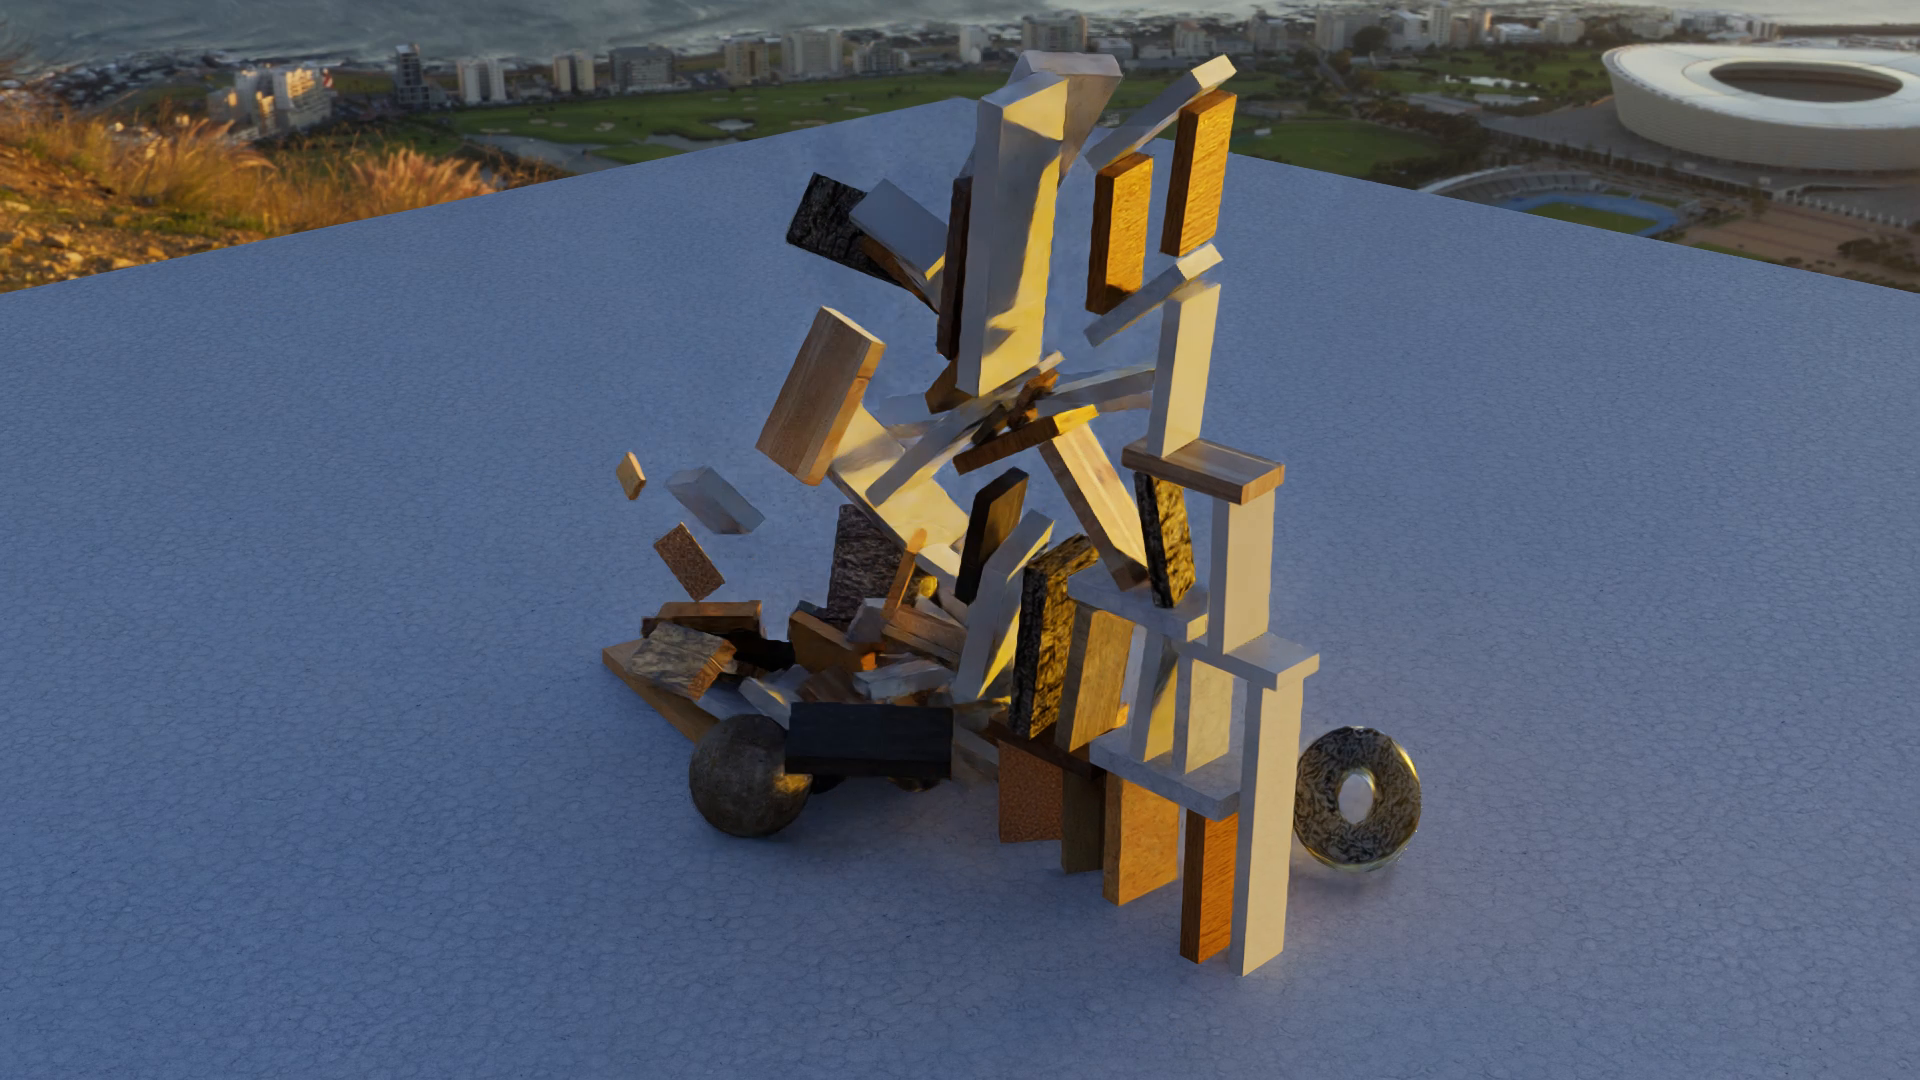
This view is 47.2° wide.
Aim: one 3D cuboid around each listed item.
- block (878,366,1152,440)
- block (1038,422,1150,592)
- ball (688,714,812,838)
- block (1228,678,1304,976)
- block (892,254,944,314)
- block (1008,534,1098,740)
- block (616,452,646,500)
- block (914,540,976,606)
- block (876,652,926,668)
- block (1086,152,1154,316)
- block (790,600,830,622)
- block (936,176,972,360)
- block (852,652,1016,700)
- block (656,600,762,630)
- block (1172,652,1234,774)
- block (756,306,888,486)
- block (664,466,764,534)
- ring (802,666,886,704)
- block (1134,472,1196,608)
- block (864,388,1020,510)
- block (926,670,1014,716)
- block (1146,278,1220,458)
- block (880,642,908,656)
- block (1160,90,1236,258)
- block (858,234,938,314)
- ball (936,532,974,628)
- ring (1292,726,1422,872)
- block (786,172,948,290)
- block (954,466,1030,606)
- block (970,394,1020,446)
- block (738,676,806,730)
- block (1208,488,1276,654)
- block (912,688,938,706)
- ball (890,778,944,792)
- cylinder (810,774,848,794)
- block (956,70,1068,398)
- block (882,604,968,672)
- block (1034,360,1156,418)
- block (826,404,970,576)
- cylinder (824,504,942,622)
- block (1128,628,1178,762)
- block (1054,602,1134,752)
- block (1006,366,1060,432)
[{"bbox_3d":[0.120,-0.309,4.949,0.612,0.037,0.131,-7,32,5],"label":"block"},{"bbox_3d":[0.253,-0.060,3.887,0.035,0.295,0.123,-31,-1,37],"label":"block"},{"bbox_3d":[-0.414,0.466,4.349,0.245,0.245,0.245,0,23,0],"label":"ball"},{"bbox_3d":[0.536,0.493,3.856,0.117,0.580,0.033,-21,32,-41],"label":"block"},{"bbox_3d":[-0.015,-0.455,3.937,0.095,0.221,0.027,-39,0,-5],"label":"block"},{"bbox_3d":[0.175,0.181,4.114,0.050,0.354,0.177,22,32,29],"label":"block"},{"bbox_3d":[-0.718,-0.139,4.799,0.016,0.056,0.112,20,23,-36],"label":"block"},{"bbox_3d":[0.003,0.070,4.209,0.172,0.024,0.086,35,27,15],"label":"block"},{"bbox_3d":[-0.135,0.270,4.976,0.347,0.035,0.125,2,10,29],"label":"block"},{"bbox_3d":[0.262,-0.504,3.621,0.034,0.242,0.121,22,36,28],"label":"block"},{"bbox_3d":[-0.340,0.173,5.006,0.081,0.023,0.162,22,-14,-6],"label":"block"},{"bbox_3d":[0.059,-0.476,3.791,0.169,0.337,0.048,-14,44,-23],"label":"block"},{"bbox_3d":[0.022,0.256,4.494,0.467,0.036,0.129,-10,8,-17],"label":"block"},{"bbox_3d":[-0.559,0.169,4.897,0.218,0.031,0.109,-1,15,4],"label":"block"},{"bbox_3d":[0.431,0.288,3.895,0.117,0.233,0.033,-20,31,-40],"label":"block"},{"bbox_3d":[-0.269,-0.275,4.222,0.153,0.307,0.043,36,17,34],"label":"block"},{"bbox_3d":[-0.462,-0.072,4.113,0.040,0.140,0.280,-49,15,-13],"label":"block"},{"bbox_3d":[-0.273,0.340,4.847,0.264,0.088,0.264,2,21,-1],"label":"ring"},{"bbox_3d":[0.356,-0.020,3.809,0.035,0.246,0.123,-1,22,27],"label":"block"},{"bbox_3d":[-0.036,-0.175,4.056,0.140,0.040,0.378,-31,-5,-37],"label":"block"},{"bbox_3d":[0.046,0.313,4.446,0.177,0.050,0.390,-7,-8,-9],"label":"block"},{"bbox_3d":[0.370,-0.285,3.659,0.033,0.282,0.117,24,35,31],"label":"block"},{"bbox_3d":[-0.214,0.232,4.888,0.218,0.031,0.109,-6,-16,28],"label":"block"},{"bbox_3d":[0.379,-0.583,3.499,0.034,0.242,0.121,24,37,27],"label":"block"},{"bbox_3d":[-0.079,-0.505,3.964,0.190,0.095,0.027,41,-7,-2],"label":"block"},{"bbox_3d":[0.074,0.093,4.710,0.248,0.248,0.248,0,23,0],"label":"ball"},{"bbox_3d":[0.762,0.499,4.233,0.283,0.283,0.094,-10,2,-23],"label":"ring"},{"bbox_3d":[-0.170,-0.558,4.008,0.262,0.131,0.037,22,-8,3],"label":"block"},{"bbox_3d":[0.058,-0.007,4.089,0.035,0.247,0.123,31,42,22],"label":"block"},{"bbox_3d":[0.074,-0.219,3.949,0.065,0.131,0.018,-31,81,-36],"label":"block"},{"bbox_3d":[-0.322,0.351,4.372,0.129,0.036,0.257,24,5,-42],"label":"block"},{"bbox_3d":[0.476,0.042,3.722,0.123,0.285,0.035,-23,33,-40],"label":"block"},{"bbox_3d":[-0.032,0.319,4.670,0.091,0.026,0.306,-7,-10,-13],"label":"block"},{"bbox_3d":[-0.089,0.448,4.523,0.143,0.143,0.143,0,23,0],"label":"ball"},{"bbox_3d":[-0.278,0.435,4.516,0.141,0.141,0.141,6,9,14],"label":"cylinder"},{"bbox_3d":[0.082,-0.493,3.588,0.048,0.520,0.169,27,40,29],"label":"block"},{"bbox_3d":[-0.058,0.192,4.302,0.172,0.024,0.086,22,50,15],"label":"block"},{"bbox_3d":[0.257,-0.267,3.823,0.233,0.033,0.117,-13,11,29],"label":"block"},{"bbox_3d":[-0.171,-0.135,4.651,0.043,0.526,0.153,3,56,45],"label":"block"},{"bbox_3d":[-0.158,0.066,4.883,0.253,0.253,0.253,7,-5,1],"label":"cylinder"},{"bbox_3d":[0.375,0.256,3.923,0.134,0.267,0.038,-21,38,-40],"label":"block"},{"bbox_3d":[0.251,0.232,4.040,0.038,0.318,0.134,32,40,33],"label":"block"},{"bbox_3d":[0.128,-0.249,3.887,0.065,0.130,0.018,-34,73,-32],"label":"block"}]
